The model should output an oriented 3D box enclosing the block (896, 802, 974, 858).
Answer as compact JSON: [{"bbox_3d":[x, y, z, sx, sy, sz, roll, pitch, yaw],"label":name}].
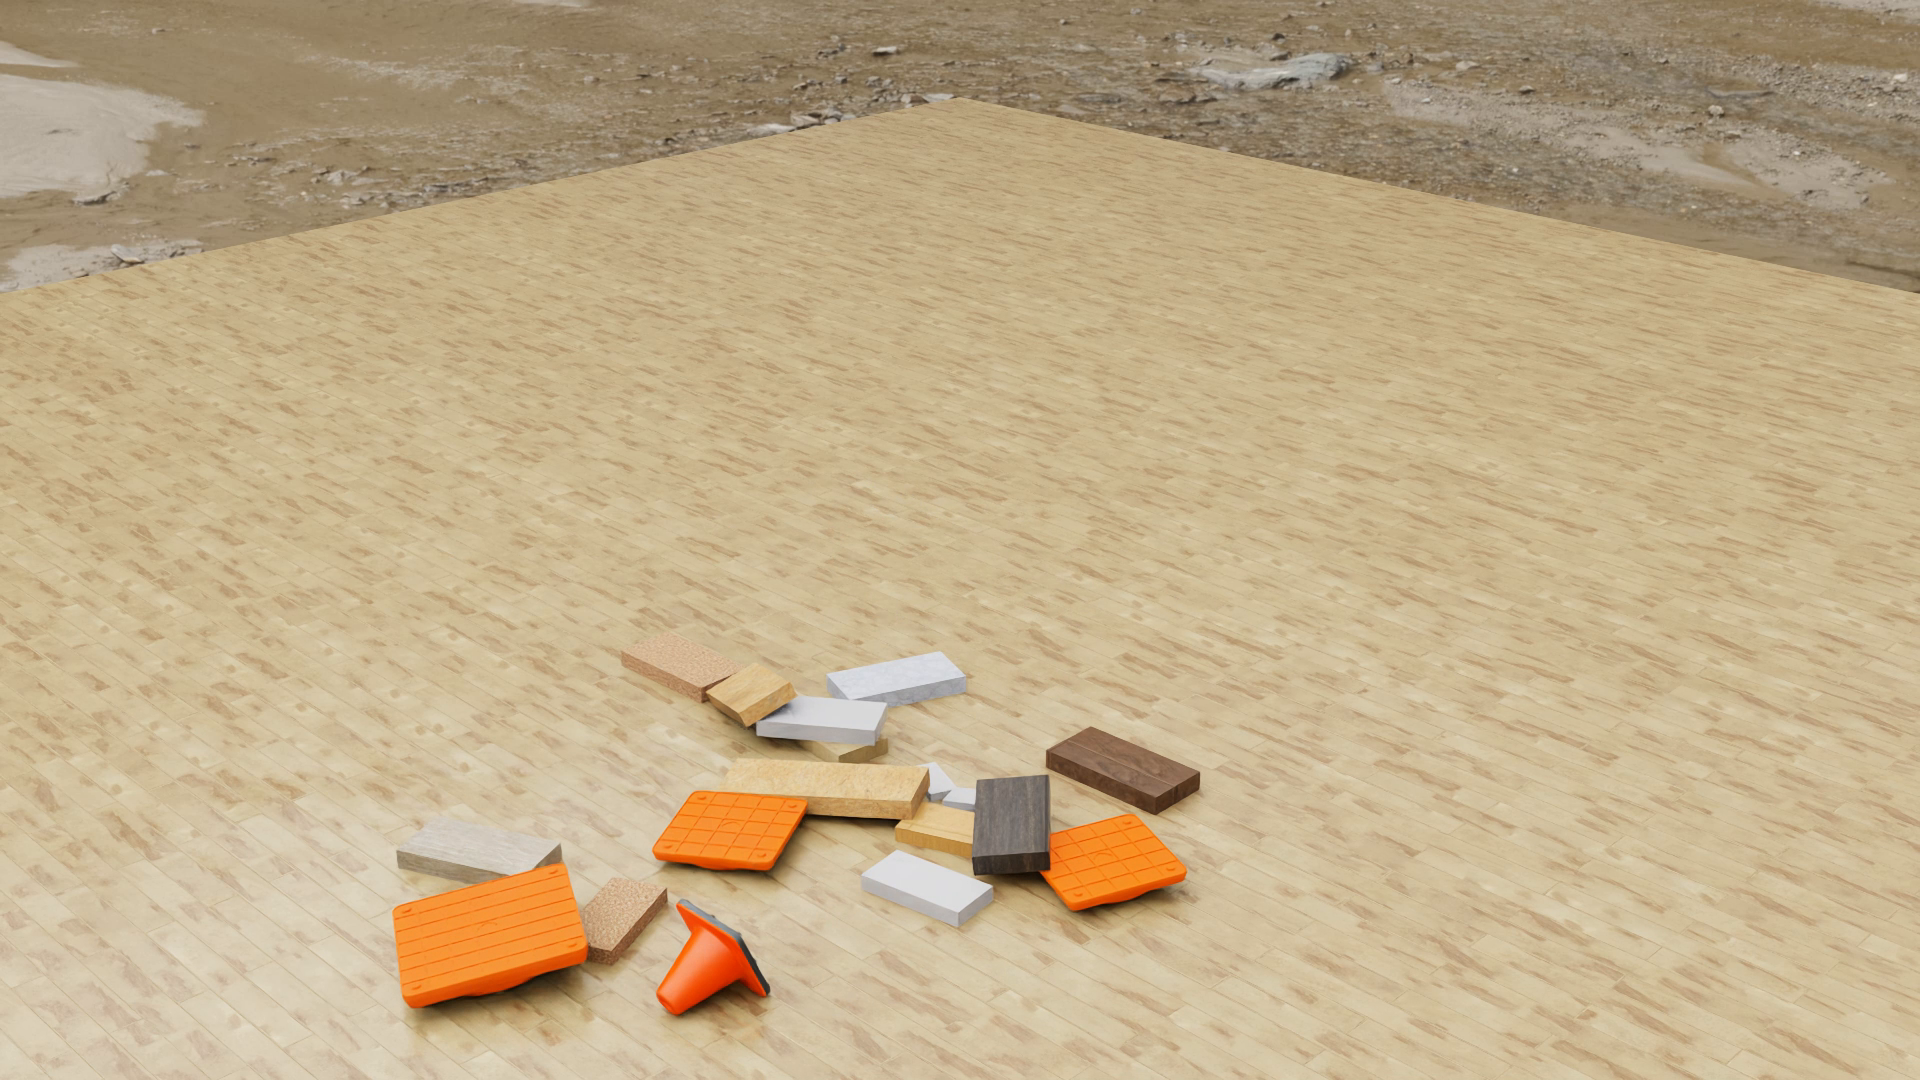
[{"bbox_3d":[-0.002,0.579,4.356,0.227,0.032,0.113,10,25,21],"label":"block"}]

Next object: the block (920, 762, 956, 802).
[{"bbox_3d":[-0.056,0.501,4.558,0.062,0.017,0.123,-10,25,-21],"label":"block"}]

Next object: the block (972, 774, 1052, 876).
[{"bbox_3d":[0.103,0.554,4.298,0.147,0.042,0.293,-5,23,4],"label":"block"}]

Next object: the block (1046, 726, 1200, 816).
[{"bbox_3d":[0.338,0.478,4.581,0.293,0.042,0.147,20,30,39],"label":"block"}]

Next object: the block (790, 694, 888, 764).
[{"bbox_3d":[-0.283,0.414,4.739,0.129,0.036,0.257,-17,28,-35],"label":"block"}]

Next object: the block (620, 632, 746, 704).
[{"bbox_3d":[-0.631,0.289,5.027,0.282,0.040,0.141,20,30,39],"label":"block"}]

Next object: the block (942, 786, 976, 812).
[{"bbox_3d":[0.034,0.528,4.457,0.123,0.017,0.062,4,22,23],"label":"block"}]

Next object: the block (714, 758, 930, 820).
[{"bbox_3d":[-0.278,0.505,4.474,0.412,0.042,0.147,1,22,14],"label":"block"}]

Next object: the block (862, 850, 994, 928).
[{"bbox_3d":[-0.063,0.659,4.167,0.227,0.032,0.113,16,28,32],"label":"block"}]

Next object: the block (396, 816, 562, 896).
[{"bbox_3d":[-0.932,0.612,4.268,0.282,0.040,0.141,9,24,19],"label":"block"}]

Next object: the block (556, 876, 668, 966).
[{"bbox_3d":[-0.642,0.702,4.064,0.113,0.032,0.227,8,24,17],"label":"block"}]

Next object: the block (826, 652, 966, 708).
[{"bbox_3d":[-0.143,0.322,4.952,0.282,0.040,0.141,-10,25,-23],"label":"block"}]

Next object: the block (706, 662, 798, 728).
[{"bbox_3d":[-0.455,0.335,4.787,0.129,0.036,0.257,-31,17,-16],"label":"block"}]

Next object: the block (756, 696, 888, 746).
[{"bbox_3d":[-0.295,0.384,4.715,0.257,0.036,0.129,4,23,9],"label":"block"}]
